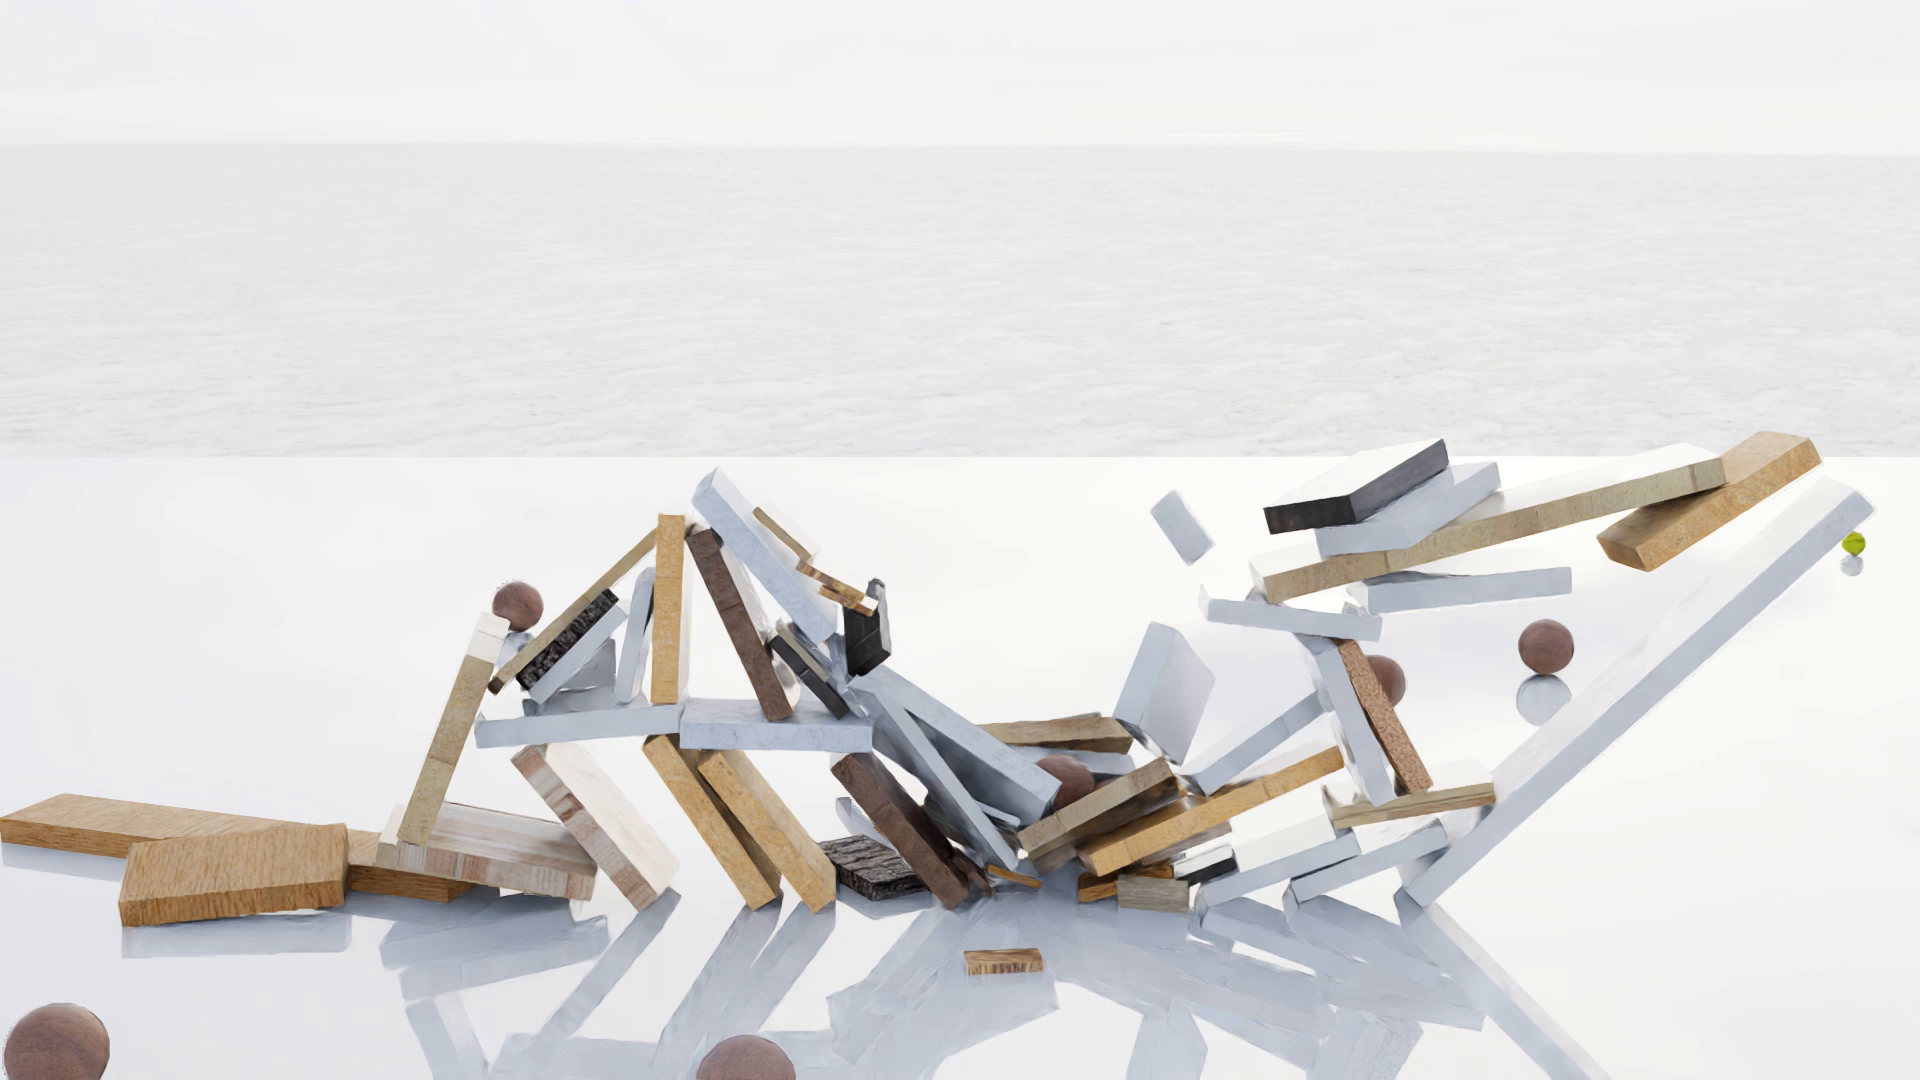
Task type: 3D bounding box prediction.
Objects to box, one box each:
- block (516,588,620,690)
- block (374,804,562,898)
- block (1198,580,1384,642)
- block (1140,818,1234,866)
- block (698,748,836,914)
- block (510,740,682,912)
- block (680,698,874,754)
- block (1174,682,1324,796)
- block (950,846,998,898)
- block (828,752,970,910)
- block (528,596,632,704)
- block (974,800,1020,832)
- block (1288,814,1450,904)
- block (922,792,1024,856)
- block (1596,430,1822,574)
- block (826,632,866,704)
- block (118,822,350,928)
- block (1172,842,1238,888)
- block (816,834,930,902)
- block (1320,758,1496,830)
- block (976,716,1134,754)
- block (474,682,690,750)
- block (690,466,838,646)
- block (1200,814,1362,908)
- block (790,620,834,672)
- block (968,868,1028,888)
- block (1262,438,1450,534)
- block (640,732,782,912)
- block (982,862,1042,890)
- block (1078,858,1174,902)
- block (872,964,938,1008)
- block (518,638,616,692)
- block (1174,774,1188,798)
[{"bbox_3d":[-0.637,0.163,3.589,0.205,0.029,0.103,-45,2,-7],"label":"block"},{"bbox_3d":[-0.803,0.520,3.687,0.320,0.045,0.160,11,15,-7],"label":"block"},{"bbox_3d":[0.532,0.115,3.564,0.278,0.039,0.139,7,10,-1],"label":"block"},{"bbox_3d":[0.374,0.491,3.642,0.158,0.022,0.079,-23,6,8],"label":"block"},{"bbox_3d":[-0.316,0.459,3.621,0.044,0.309,0.154,-36,10,4],"label":"block"},{"bbox_3d":[-0.600,0.452,3.640,0.046,0.327,0.163,-38,5,11],"label":"block"},{"bbox_3d":[-0.297,0.303,3.606,0.309,0.044,0.154,2,10,-1],"label":"block"},{"bbox_3d":[0.498,0.333,3.708,0.275,0.039,0.138,-34,2,-9],"label":"block"},{"bbox_3d":[0.023,0.553,3.663,0.094,0.013,0.047,43,7,-7],"label":"block"},{"bbox_3d":[-0.099,0.460,3.637,0.044,0.309,0.154,-38,9,6],"label":"block"},{"bbox_3d":[-0.613,0.180,3.586,0.029,0.205,0.103,45,4,-2],"label":"block"},{"bbox_3d":[0.053,0.457,3.646,0.091,0.013,0.045,22,-23,2],"label":"block"},{"bbox_3d":[0.673,0.520,3.657,0.265,0.037,0.132,-22,6,5],"label":"block"},{"bbox_3d":[0.019,0.486,3.719,0.173,0.086,0.024,23,49,14],"label":"block"},{"bbox_3d":[1.200,-0.065,3.535,0.327,0.046,0.163,-32,9,-1],"label":"block"},{"bbox_3d":[-0.182,0.209,3.587,0.017,0.119,0.059,-35,-39,25],"label":"block"},{"bbox_3d":[-1.186,0.547,3.609,0.344,0.049,0.172,-4,26,-11],"label":"block"},{"bbox_3d":[0.381,0.551,3.651,0.158,0.022,0.079,-23,9,7],"label":"block"},{"bbox_3d":[-0.158,0.558,3.753,0.116,0.033,0.232,-7,12,-32],"label":"block"},{"bbox_3d":[0.738,0.419,3.637,0.265,0.037,0.132,-10,10,3],"label":"block"},{"bbox_3d":[0.134,0.389,3.909,0.327,0.163,0.046,-2,48,-20],"label":"block"},{"bbox_3d":[-0.616,0.285,3.604,0.327,0.046,0.163,-5,10,0],"label":"block"},{"bbox_3d":[-0.313,0.025,3.561,0.044,0.308,0.154,-39,11,7],"label":"block"},{"bbox_3d":[0.526,0.526,3.655,0.265,0.037,0.132,-21,10,4],"label":"block"},{"bbox_3d":[-0.238,0.171,3.580,0.013,0.094,0.047,-38,31,8],"label":"block"},{"bbox_3d":[0.063,0.572,3.730,0.095,0.013,0.047,-2,11,-13],"label":"block"},{"bbox_3d":[0.656,-0.090,3.624,0.165,0.047,0.329,-9,12,42],"label":"block"},{"bbox_3d":[-0.406,0.443,3.638,0.046,0.327,0.163,-32,9,6],"label":"block"},{"bbox_3d":[0.087,0.561,3.674,0.095,0.013,0.047,19,-6,-9],"label":"block"},{"bbox_3d":[0.275,0.560,3.652,0.158,0.022,0.079,-15,9,6],"label":"block"},{"bbox_3d":[-0.081,0.659,3.251,0.058,0.016,0.115,4,11,20],"label":"block"},{"bbox_3d":[-0.656,0.209,3.675,0.159,0.080,0.023,-3,-3,-16],"label":"block"},{"bbox_3d":[0.371,0.480,3.983,0.016,0.115,0.058,38,-6,-25],"label":"block"}]
